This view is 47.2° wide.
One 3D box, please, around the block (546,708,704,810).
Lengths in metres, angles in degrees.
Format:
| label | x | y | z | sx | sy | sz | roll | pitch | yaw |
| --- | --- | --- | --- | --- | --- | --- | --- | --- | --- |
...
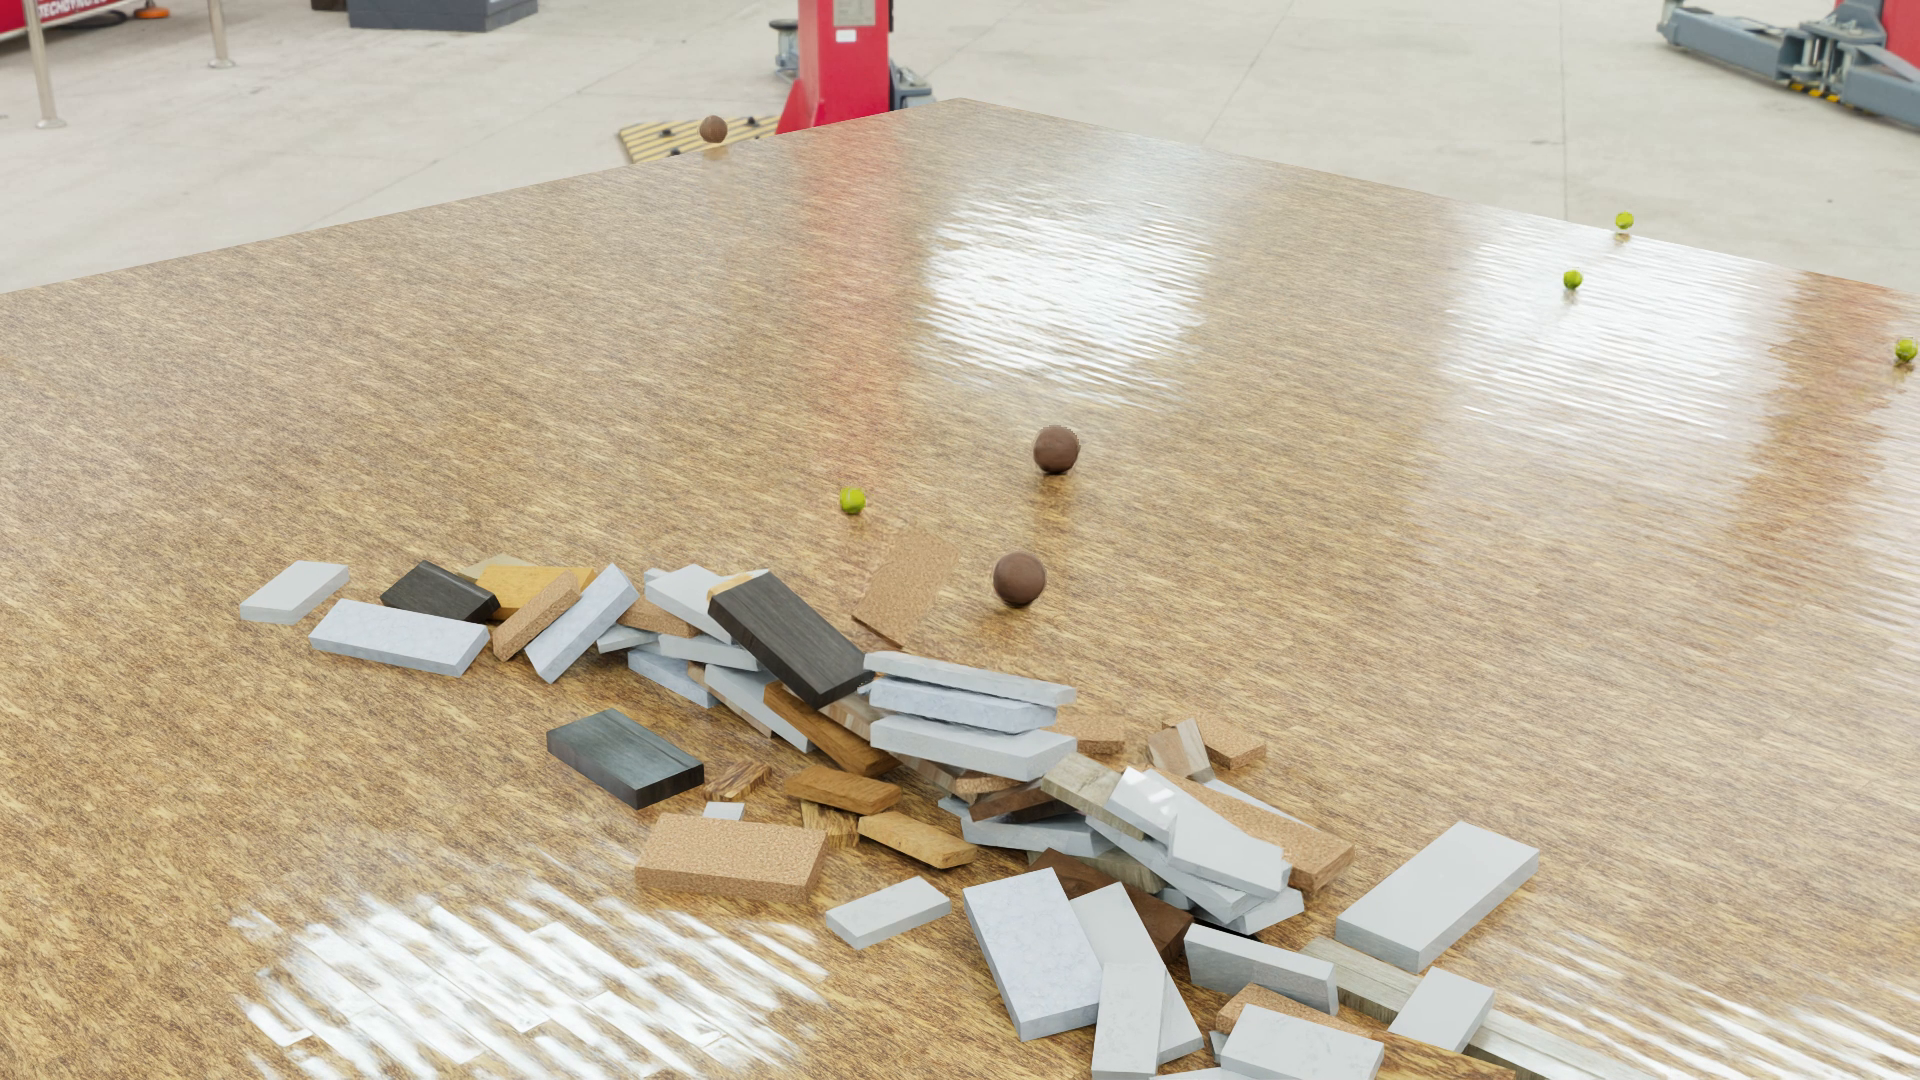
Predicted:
| label | x | y | z | sx | sy | sz | roll | pitch | yaw |
| --- | --- | --- | --- | --- | --- | --- | --- | --- | --- |
| block | -0.706 | 0.457 | 4.623 | 0.168 | 0.048 | 0.337 | -19 | 30 | -38 |

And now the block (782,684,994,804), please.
| label | x | y | z | sx | sy | sz | roll | pitch | yaw |
| --- | --- | --- | --- | --- | --- | --- | --- | --- | --- |
| block | -0.138 | 0.399 | 4.571 | 0.514 | 0.032 | 0.112 | 29 | 25 | 26 |

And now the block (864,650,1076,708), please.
| label | x | y | z | sx | sy | sz | roll | pitch | yaw |
| --- | --- | --- | --- | --- | --- | --- | --- | --- | --- |
| block | 0.019 | 0.284 | 4.526 | 0.432 | 0.031 | 0.109 | 10 | 5 | 23 |

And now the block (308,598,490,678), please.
| label | x | y | z | sx | sy | sz | roll | pitch | yaw |
| --- | --- | --- | --- | --- | --- | --- | --- | --- | --- |
| block | -1.307 | 0.227 | 5.125 | 0.406 | 0.039 | 0.139 | 9 | 42 | 20 |

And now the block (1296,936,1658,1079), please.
| label | x | y | z | sx | sy | sz | roll | pitch | yaw |
| --- | --- | --- | --- | --- | --- | --- | --- | --- | --- |
| block | 0.869 | 0.835 | 3.752 | 0.673 | 0.033 | 0.116 | 19 | 29 | 37 |

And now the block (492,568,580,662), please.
| label | x | y | z | sx | sy | sz | roll | pitch | yaw |
| --- | --- | --- | --- | --- | --- | --- | --- | --- | --- |
| block | -0.988 | 0.175 | 5.127 | 0.238 | 0.034 | 0.119 | -40 | 26 | 5 |

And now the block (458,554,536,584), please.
| label | x | y | z | sx | sy | sz | roll | pitch | yaw |
| --- | --- | --- | --- | --- | --- | --- | --- | --- | --- |
| block | -1.021 | 0.131 | 5.399 | 0.466 | 0.042 | 0.147 | 17 | 28 | 34 |

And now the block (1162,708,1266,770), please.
| label | x | y | z | sx | sy | sz | roll | pitch | yaw |
| --- | --- | --- | --- | --- | --- | --- | --- | --- | --- |
| block | 0.544 | 0.426 | 4.718 | 0.105 | 0.030 | 0.211 | -17 | 28 | -35 |

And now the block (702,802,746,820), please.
| label | x | y | z | sx | sy | sz | roll | pitch | yaw |
| --- | --- | --- | --- | --- | --- | --- | --- | --- | --- |
| block | -0.480 | 0.570 | 4.389 | 0.075 | 0.021 | 0.150 | 2 | 23 | 4 |

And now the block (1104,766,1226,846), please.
| label | x | y | z | sx | sy | sz | roll | pitch | yaw |
| --- | --- | --- | --- | --- | --- | --- | --- | --- | --- |
| block | 0.370 | 0.498 | 3.971 | 0.203 | 0.029 | 0.102 | 30 | 38 | 7 |

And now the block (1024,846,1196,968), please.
| label | x | y | z | sx | sy | sz | roll | pitch | yaw |
| --- | --- | --- | --- | --- | --- | --- | --- | --- | --- |
| block | 0.242 | 0.691 | 3.997 | 0.343 | 0.049 | 0.171 | 20 | 51 | 39 |

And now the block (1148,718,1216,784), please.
| label | x | y | z | sx | sy | sz | roll | pitch | yaw |
| --- | --- | --- | --- | --- | --- | --- | --- | --- | --- |
| block | 0.462 | 0.454 | 4.596 | 0.109 | 0.031 | 0.218 | -24 | 22 | 6 |

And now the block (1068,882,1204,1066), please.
| label | x | y | z | sx | sy | sz | roll | pitch | yaw |
| --- | --- | --- | --- | --- | --- | --- | --- | --- | --- |
| block | 0.301 | 0.752 | 3.827 | 0.105 | 0.030 | 0.395 | -20 | 37 | -7 |

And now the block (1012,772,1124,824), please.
| label | x | y | z | sx | sy | sz | roll | pitch | yaw |
| --- | --- | --- | --- | --- | --- | --- | --- | --- | --- |
| block | 0.211 | 0.490 | 4.187 | 0.112 | 0.032 | 0.225 | -20 | 0 | -41 |

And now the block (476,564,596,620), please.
| label | x | y | z | sx | sy | sz | roll | pitch | yaw |
| --- | --- | --- | --- | --- | --- | --- | --- | --- | --- |
| block | -1.037 | 0.128 | 5.301 | 0.294 | 0.042 | 0.147 | 1 | 42 | 21 |

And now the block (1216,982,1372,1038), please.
| label | x | y | z | sx | sy | sz | roll | pitch | yaw |
| --- | --- | --- | --- | --- | --- | --- | --- | --- | --- |
| block | 0.566 | 0.831 | 3.714 | 0.239 | 0.034 | 0.119 | 18 | 26 | 30 |

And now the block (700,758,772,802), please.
| label | x | y | z | sx | sy | sz | roll | pitch | yaw |
| --- | --- | --- | --- | --- | --- | --- | --- | --- | --- |
| block | -0.462 | 0.501 | 4.551 | 0.075 | 0.021 | 0.150 | 12 | 26 | 26 |

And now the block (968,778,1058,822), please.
| label | x | y | z | sx | sy | sz | roll | pitch | yaw |
| --- | --- | --- | --- | --- | --- | --- | --- | --- | --- |
| block | 0.131 | 0.487 | 4.211 | 0.216 | 0.031 | 0.108 | -21 | 0 | 36 |

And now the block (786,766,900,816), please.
| label | x | y | z | sx | sy | sz | roll | pitch | yaw |
| --- | --- | --- | --- | --- | --- | --- | --- | --- | --- |
| block | -0.236 | 0.504 | 4.431 | 0.211 | 0.030 | 0.105 | 10 | 17 | 31 |

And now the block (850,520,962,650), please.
| label | x | y | z | sx | sy | sz | roll | pitch | yaw |
| --- | --- | --- | --- | --- | --- | --- | --- | --- | --- |
| block | -0.125 | 0.106 | 5.180 | 0.139 | 0.039 | 0.278 | 32 | 70 | 1 |

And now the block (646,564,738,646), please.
| label | x | y | z | sx | sy | sz | roll | pitch | yaw |
| --- | --- | --- | --- | --- | --- | --- | --- | --- | --- |
| block | -0.549 | 0.141 | 4.873 | 0.285 | 0.040 | 0.143 | 25 | 35 | 37 |

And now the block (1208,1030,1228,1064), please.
| label | x | y | z | sx | sy | sz | roll | pitch | yaw |
| --- | --- | --- | --- | --- | --- | --- | --- | --- | --- |
| block | 0.491 | 0.855 | 3.721 | 0.130 | 0.018 | 0.065 | -2 | 23 | -4 |

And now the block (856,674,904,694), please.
| label | x | y | z | sx | sy | sz | roll | pitch | yaw |
| --- | --- | --- | --- | --- | --- | --- | --- | --- | --- |
| block | -0.164 | 0.300 | 4.618 | 0.096 | 0.014 | 0.048 | -26 | -12 | 25 |

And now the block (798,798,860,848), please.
| label | x | y | z | sx | sy | sz | roll | pitch | yaw |
| --- | --- | --- | --- | --- | --- | --- | --- | --- | --- |
| block | -0.265 | 0.553 | 4.420 | 0.105 | 0.030 | 0.211 | -3 | 23 | -7 |

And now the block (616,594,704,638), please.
| label | x | y | z | sx | sy | sz | roll | pitch | yaw |
| --- | --- | --- | --- | --- | --- | --- | --- | --- | --- |
| block | -0.646 | 0.165 | 4.992 | 0.143 | 0.040 | 0.285 | -22 | 20 | -39 |

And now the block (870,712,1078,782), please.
| label | x | y | z | sx | sy | sz | roll | pitch | yaw |
| --- | --- | --- | --- | --- | --- | --- | --- | --- | --- |
| block | 0.025 | 0.404 | 4.405 | 0.387 | 0.049 | 0.172 | 9 | 14 | 36 |

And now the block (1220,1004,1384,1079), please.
| label | x | y | z | sx | sy | sz | roll | pitch | yaw |
| --- | --- | --- | --- | --- | --- | --- | --- | --- | --- |
| block | 0.561 | 0.846 | 3.605 | 0.239 | 0.034 | 0.119 | 12 | 40 | 26 |

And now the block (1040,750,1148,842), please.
| label | x | y | z | sx | sy | sz | roll | pitch | yaw |
| --- | --- | --- | --- | --- | --- | --- | --- | --- | --- |
| block | 0.269 | 0.469 | 4.039 | 0.216 | 0.031 | 0.108 | 25 | 36 | 23 |

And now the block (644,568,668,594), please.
| label | x | y | z | sx | sy | sz | roll | pitch | yaw |
| --- | --- | --- | --- | --- | --- | --- | --- | --- | --- |
| block | -0.636 | 0.156 | 5.159 | 0.238 | 0.119 | 0.034 | 17 | 30 | 27 |

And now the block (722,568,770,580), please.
| label | x | y | z | sx | sy | sz | roll | pitch | yaw |
| --- | --- | --- | --- | --- | --- | --- | --- | --- | --- |
| block | -0.437 | 0.204 | 5.154 | 0.168 | 0.048 | 0.458 | -11 | 31 | -27 |

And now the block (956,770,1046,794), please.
| label | x | y | z | sx | sy | sz | roll | pitch | yaw |
| --- | --- | --- | --- | --- | --- | --- | --- | --- | --- |
| block | 0.105 | 0.471 | 4.359 | 0.203 | 0.029 | 0.102 | -6 | 6 | 18 |

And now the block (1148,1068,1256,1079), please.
| label | x | y | z | sx | sy | sz | roll | pitch | yaw |
| --- | --- | --- | --- | --- | --- | --- | --- | --- | --- |
| block | 0.435 | 0.907 | 3.581 | 0.231 | 0.033 | 0.116 | -5 | 24 | -12 |

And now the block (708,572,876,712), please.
| label | x | y | z | sx | sy | sz | roll | pitch | yaw |
| --- | --- | --- | --- | --- | --- | --- | --- | --- | --- |
| block | -0.356 | 0.211 | 4.662 | 0.344 | 0.049 | 0.172 | 39 | 41 | 25 |

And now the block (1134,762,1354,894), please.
| label | x | y | z | sx | sy | sz | roll | pitch | yaw |
| --- | --- | --- | --- | --- | --- | --- | --- | --- | --- |
| block | 0.517 | 0.556 | 4.295 | 0.497 | 0.040 | 0.142 | 19 | 29 | 37 |

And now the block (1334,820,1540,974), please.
| label | x | y | z | sx | sy | sz | roll | pitch | yaw |
| --- | --- | --- | --- | --- | --- | --- | --- | --- | --- |
| block | 0.901 | 0.665 | 4.132 | 0.171 | 0.049 | 0.459 | 19 | 29 | 37 |
